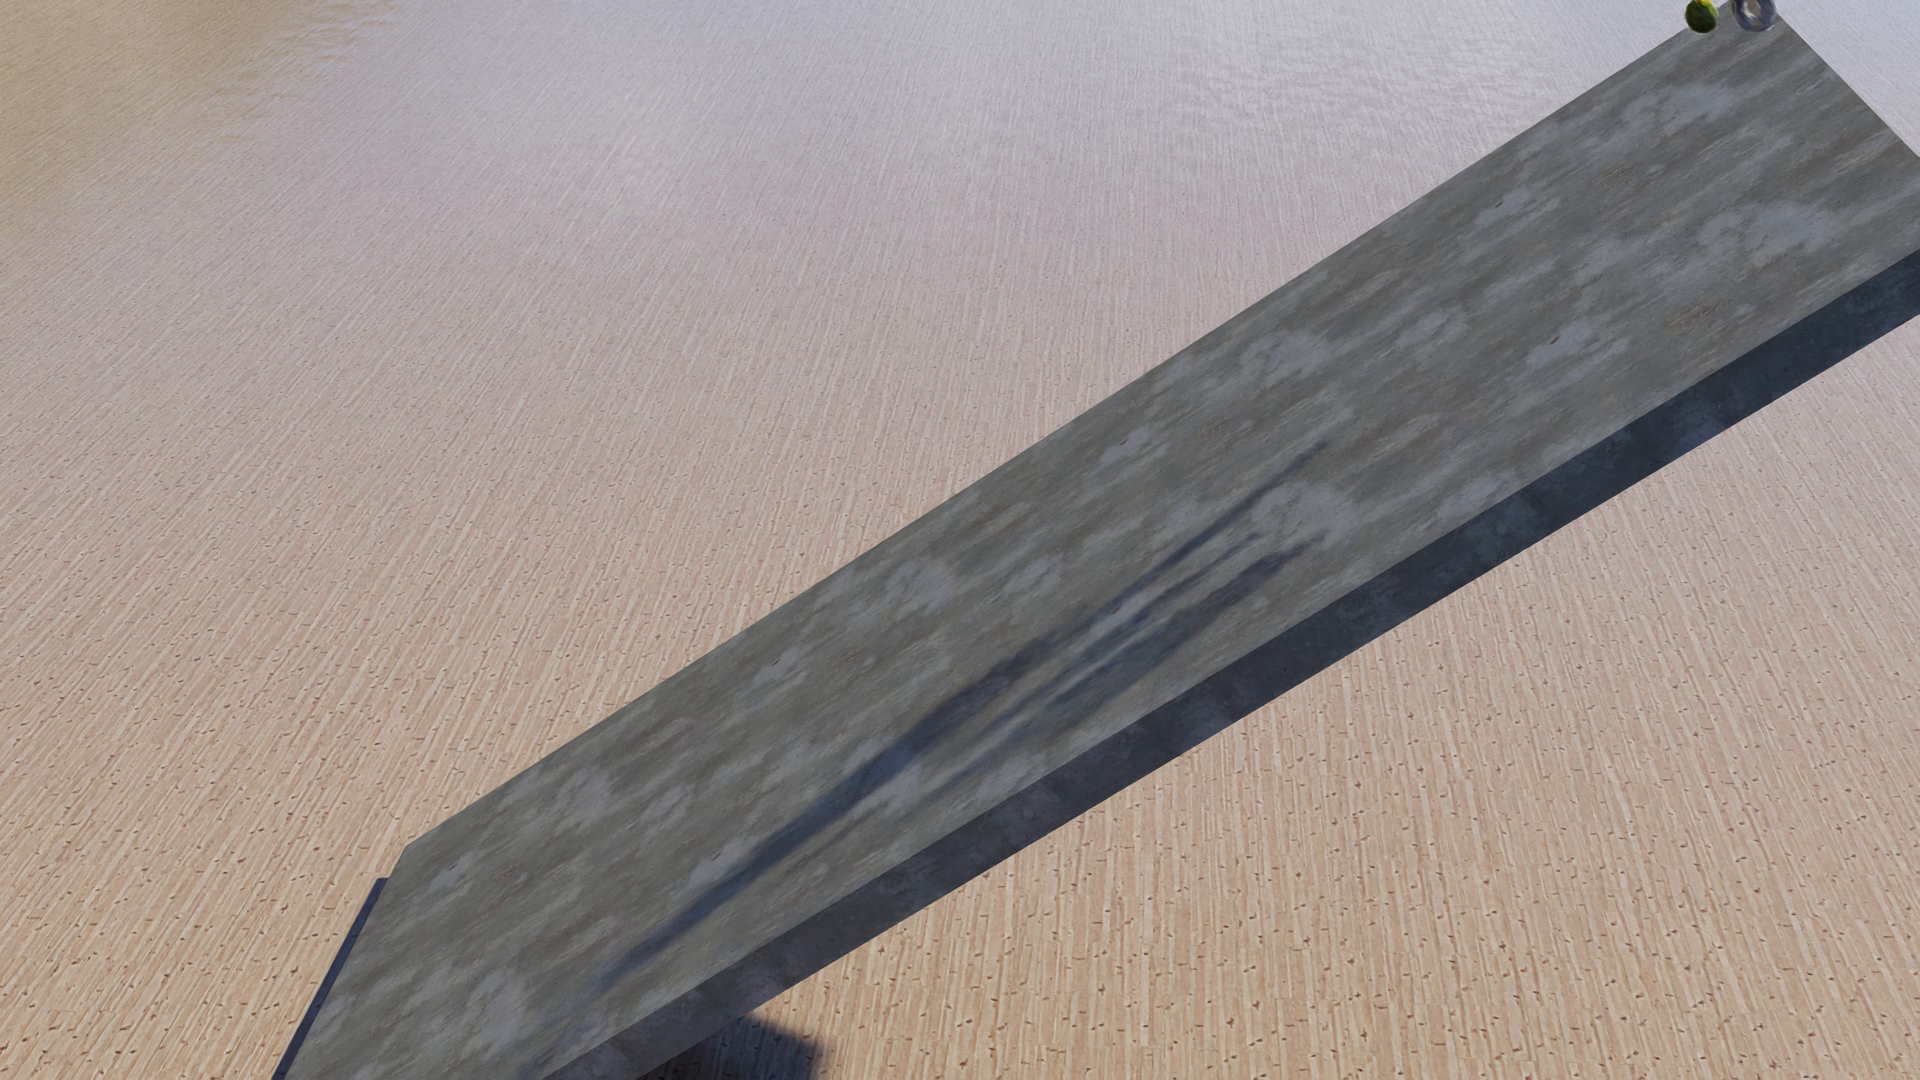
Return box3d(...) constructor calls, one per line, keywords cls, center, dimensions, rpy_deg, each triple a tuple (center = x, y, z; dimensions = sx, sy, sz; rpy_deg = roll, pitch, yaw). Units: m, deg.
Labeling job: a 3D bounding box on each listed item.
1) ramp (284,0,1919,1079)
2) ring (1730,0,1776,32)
box3d(cls="ramp", center=(0.135, 0.174, 6.306), dimensions=(4.000, 0.100, 2.000), rpy_deg=(-32, 16, 15))
box3d(cls="ring", center=(1.468, -0.984, 5.442), dimensions=(0.091, 0.091, 0.030), rpy_deg=(18, 36, 38))
